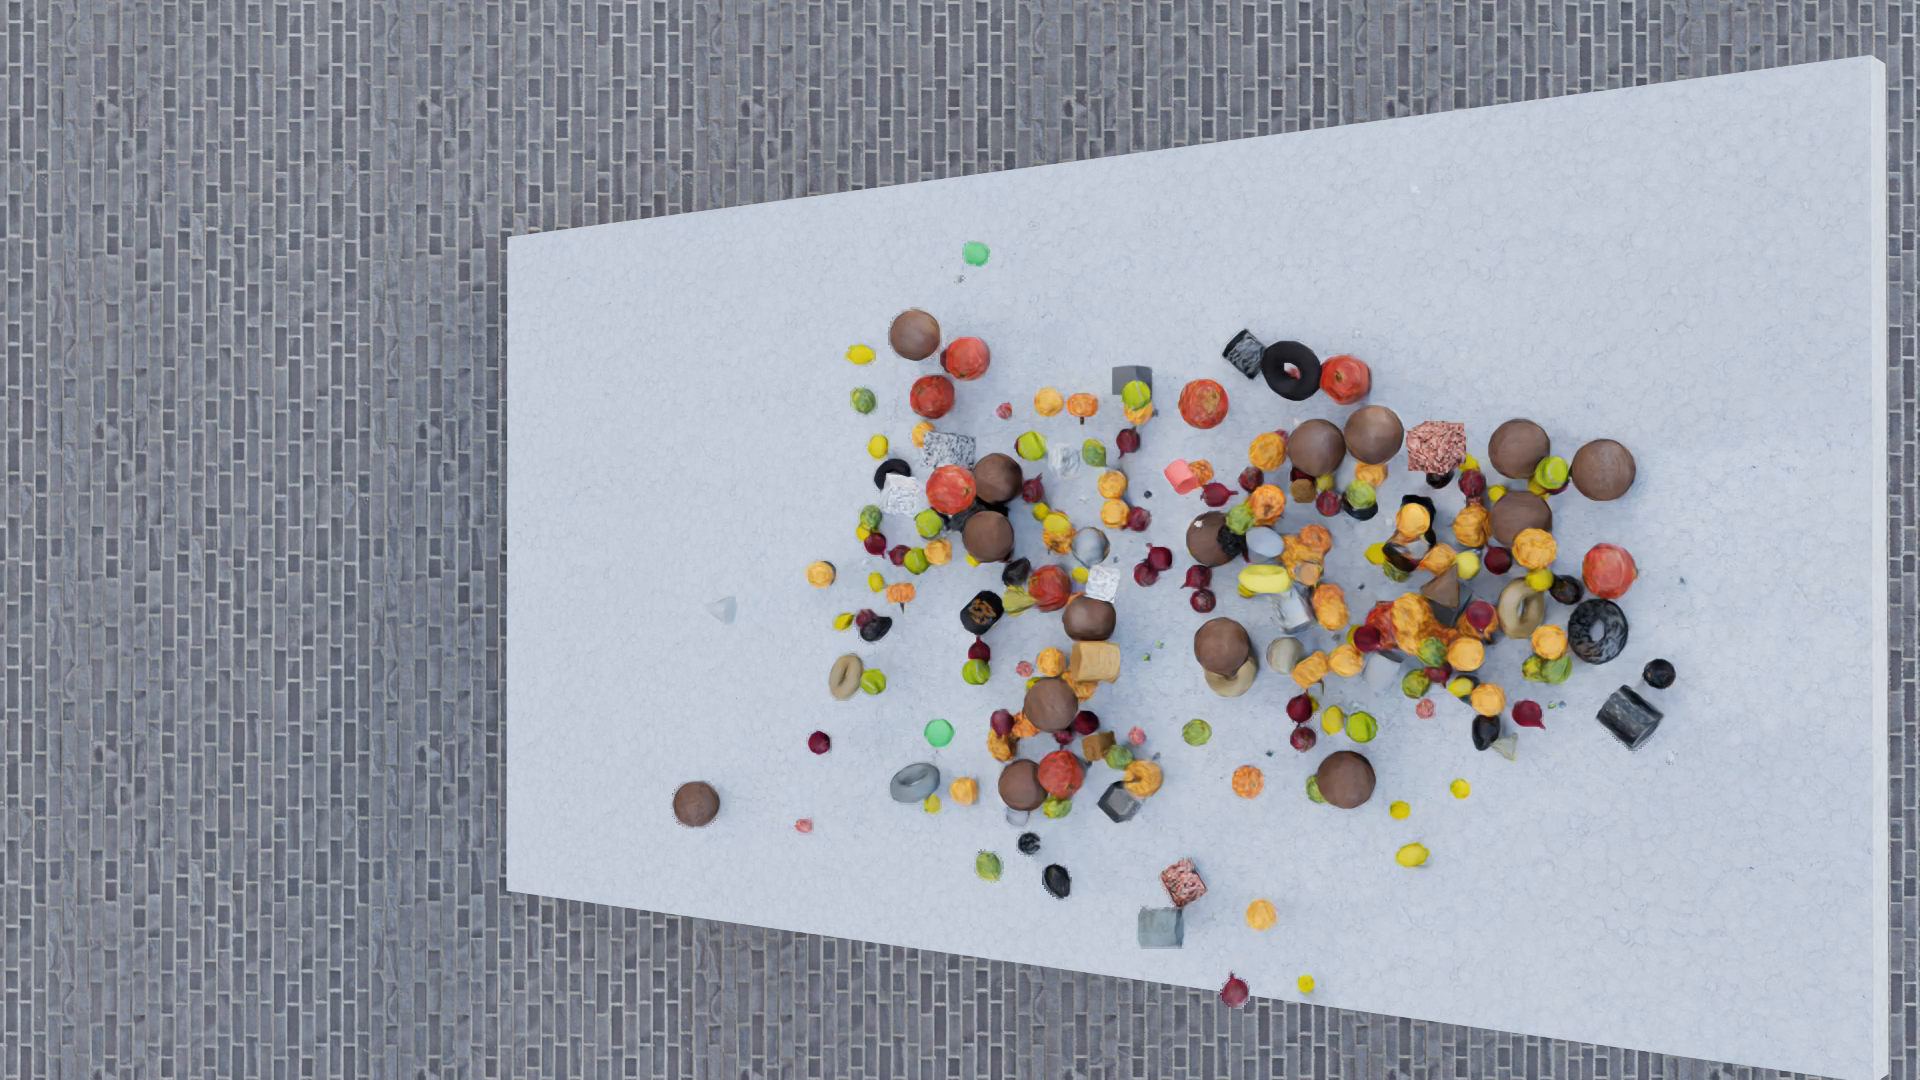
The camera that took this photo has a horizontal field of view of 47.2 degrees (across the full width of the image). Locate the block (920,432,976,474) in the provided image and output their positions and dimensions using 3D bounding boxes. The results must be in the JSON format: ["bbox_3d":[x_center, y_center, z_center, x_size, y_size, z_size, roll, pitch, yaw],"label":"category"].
[{"bbox_3d":[-0.029,-0.223,5.618,0.094,0.094,0.094,13,98,37],"label":"block"}]

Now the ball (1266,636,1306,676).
[{"bbox_3d":[0.741,0.263,4.991,0.091,0.091,0.091,0,90,0],"label":"ball"}]

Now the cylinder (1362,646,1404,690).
[{"bbox_3d":[0.931,0.283,4.851,0.070,0.070,0.070,21,107,0],"label":"cylinder"}]

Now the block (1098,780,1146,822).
[{"bbox_3d":[0.389,0.631,5.304,0.069,0.069,0.069,45,115,29],"label":"block"}]

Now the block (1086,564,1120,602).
[{"bbox_3d":[0.319,0.097,4.931,0.065,0.065,0.065,12,98,2],"label":"block"}]

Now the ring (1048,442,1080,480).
[{"bbox_3d":[0.252,-0.192,5.304,0.093,0.031,0.093,1,89,-39],"label":"ring"}]

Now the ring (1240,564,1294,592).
[{"bbox_3d":[0.689,0.087,4.949,0.123,0.123,0.041,1,106,0],"label":"ring"}]

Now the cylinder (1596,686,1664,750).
[{"bbox_3d":[1.375,0.364,4.516,0.094,0.094,0.094,-47,63,0],"label":"cylinder"}]

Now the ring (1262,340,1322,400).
[{"bbox_3d":[0.748,-0.382,4.953,0.148,0.148,0.049,46,50,0],"label":"ring"}]

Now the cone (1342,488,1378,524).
[{"bbox_3d":[0.882,-0.057,4.941,0.087,0.087,0.087,7,57,-10],"label":"cone"}]

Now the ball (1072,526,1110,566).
[{"bbox_3d":[0.316,0.015,5.309,0.094,0.094,0.094,0,90,0],"label":"ball"}]

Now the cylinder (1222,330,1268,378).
[{"bbox_3d":[0.665,-0.429,5.078,0.082,0.082,0.082,44,90,17],"label":"cylinder"}]

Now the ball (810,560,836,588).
[{"bbox_3d":[-0.367,0.090,5.892,0.072,0.072,0.072,0,90,0],"label":"ball"}]

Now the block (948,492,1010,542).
[{"bbox_3d":[0.048,-0.058,5.558,0.092,0.092,0.092,33,109,33],"label":"block"}]

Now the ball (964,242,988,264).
[{"bbox_3d":[0.040,-0.729,5.591,0.058,0.058,0.058,0,90,0],"label":"ball"}]

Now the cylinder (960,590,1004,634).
[{"bbox_3d":[0.054,0.178,5.420,0.081,0.081,0.081,17,127,24],"label":"cylinder"}]

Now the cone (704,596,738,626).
[{"bbox_3d":[-0.658,0.185,5.948,0.082,0.082,0.082,8,90,22],"label":"cone"}]

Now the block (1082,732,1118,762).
[{"bbox_3d":[0.340,0.503,5.344,0.058,0.058,0.058,-4,76,-41],"label":"block"}]

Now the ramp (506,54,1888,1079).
[{"bbox_3d":[0.225,0.064,5.542,4.000,0.100,2.000,0,90,38],"label":"ramp"}]

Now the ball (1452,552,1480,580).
[{"bbox_3d":[1.086,0.054,4.719,0.061,0.061,0.061,0,90,0],"label":"ball"}]

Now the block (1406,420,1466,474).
[{"bbox_3d":[1.024,-0.200,4.726,0.088,0.088,0.088,-23,113,-40],"label":"block"}]

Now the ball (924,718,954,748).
[{"bbox_3d":[-0.051,0.469,5.346,0.072,0.072,0.072,0,90,0],"label":"ball"}]

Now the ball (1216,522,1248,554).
[{"bbox_3d":[0.625,-0.004,5.017,0.077,0.077,0.077,0,90,0],"label":"ball"}]

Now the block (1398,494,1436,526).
[{"bbox_3d":[0.999,-0.057,4.810,0.059,0.059,0.059,6,120,-5],"label":"block"}]

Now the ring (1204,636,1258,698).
[{"bbox_3d":[0.630,0.296,5.129,0.145,0.048,0.145,-5,83,44],"label":"ring"}]

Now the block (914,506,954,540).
[{"bbox_3d":[-0.064,-0.041,5.663,0.065,0.065,0.065,-30,72,34],"label":"block"}]

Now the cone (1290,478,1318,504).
[{"bbox_3d":[0.771,-0.097,4.978,0.062,0.062,0.062,3,65,-6],"label":"cone"}]

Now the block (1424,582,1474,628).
[{"bbox_3d":[1.054,0.131,4.745,0.070,0.070,0.070,35,65,17],"label":"block"}]

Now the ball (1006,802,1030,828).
[{"bbox_3d":[0.144,0.687,5.498,0.062,0.062,0.062,0,90,0],"label":"ball"}]

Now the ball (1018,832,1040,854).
[{"bbox_3d":[0.173,0.755,5.479,0.056,0.056,0.056,0,90,0],"label":"ball"}]

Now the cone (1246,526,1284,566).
[{"bbox_3d":[0.677,0.035,4.999,0.094,0.094,0.094,20,133,0],"label":"cone"}]

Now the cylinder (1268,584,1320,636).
[{"bbox_3d":[0.761,0.157,5.005,0.091,0.091,0.091,-22,73,0],"label":"cylinder"}]

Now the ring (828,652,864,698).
[{"bbox_3d":[-0.302,0.360,5.836,0.043,0.128,0.128,23,90,-33],"label":"ring"}]

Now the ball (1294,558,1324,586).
[{"bbox_3d":[0.764,0.071,4.818,0.063,0.063,0.063,0,90,0],"label":"ball"}]

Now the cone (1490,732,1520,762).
[{"bbox_3d":[1.180,0.433,4.717,0.061,0.061,0.061,43,92,0],"label":"cone"}]

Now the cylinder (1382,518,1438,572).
[{"bbox_3d":[0.964,0.010,4.710,0.084,0.084,0.084,43,63,0],"label":"cylinder"}]

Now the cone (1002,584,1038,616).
[{"bbox_3d":[0.160,0.148,5.319,0.080,0.080,0.080,-1,92,-43],"label":"cone"}]

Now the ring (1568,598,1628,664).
[{"bbox_3d":[1.326,0.189,4.574,0.046,0.139,0.139,8,90,-37],"label":"ring"}]

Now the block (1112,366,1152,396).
[{"bbox_3d":[0.415,-0.382,5.291,0.069,0.069,0.069,1,90,38],"label":"block"}]

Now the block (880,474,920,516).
[{"bbox_3d":[-0.145,-0.109,5.311,0.072,0.072,0.072,8,114,-14],"label":"block"}]

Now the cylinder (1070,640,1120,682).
[{"bbox_3d":[0.320,0.287,5.217,0.095,0.095,0.095,4,90,-12],"label":"cylinder"}]

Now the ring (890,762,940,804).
[{"bbox_3d":[-0.116,0.625,5.656,0.140,0.140,0.047,-23,116,0],"label":"ring"}]

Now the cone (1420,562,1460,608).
[{"bbox_3d":[1.033,0.083,4.643,0.089,0.089,0.089,23,111,0],"label":"cone"}]

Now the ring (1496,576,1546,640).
[{"bbox_3d":[1.186,0.144,4.646,0.135,0.045,0.135,-8,103,-38],"label":"ring"}]

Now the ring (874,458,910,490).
[{"bbox_3d":[-0.176,-0.169,5.747,0.100,0.033,0.100,-12,56,17],"label":"ring"}]
